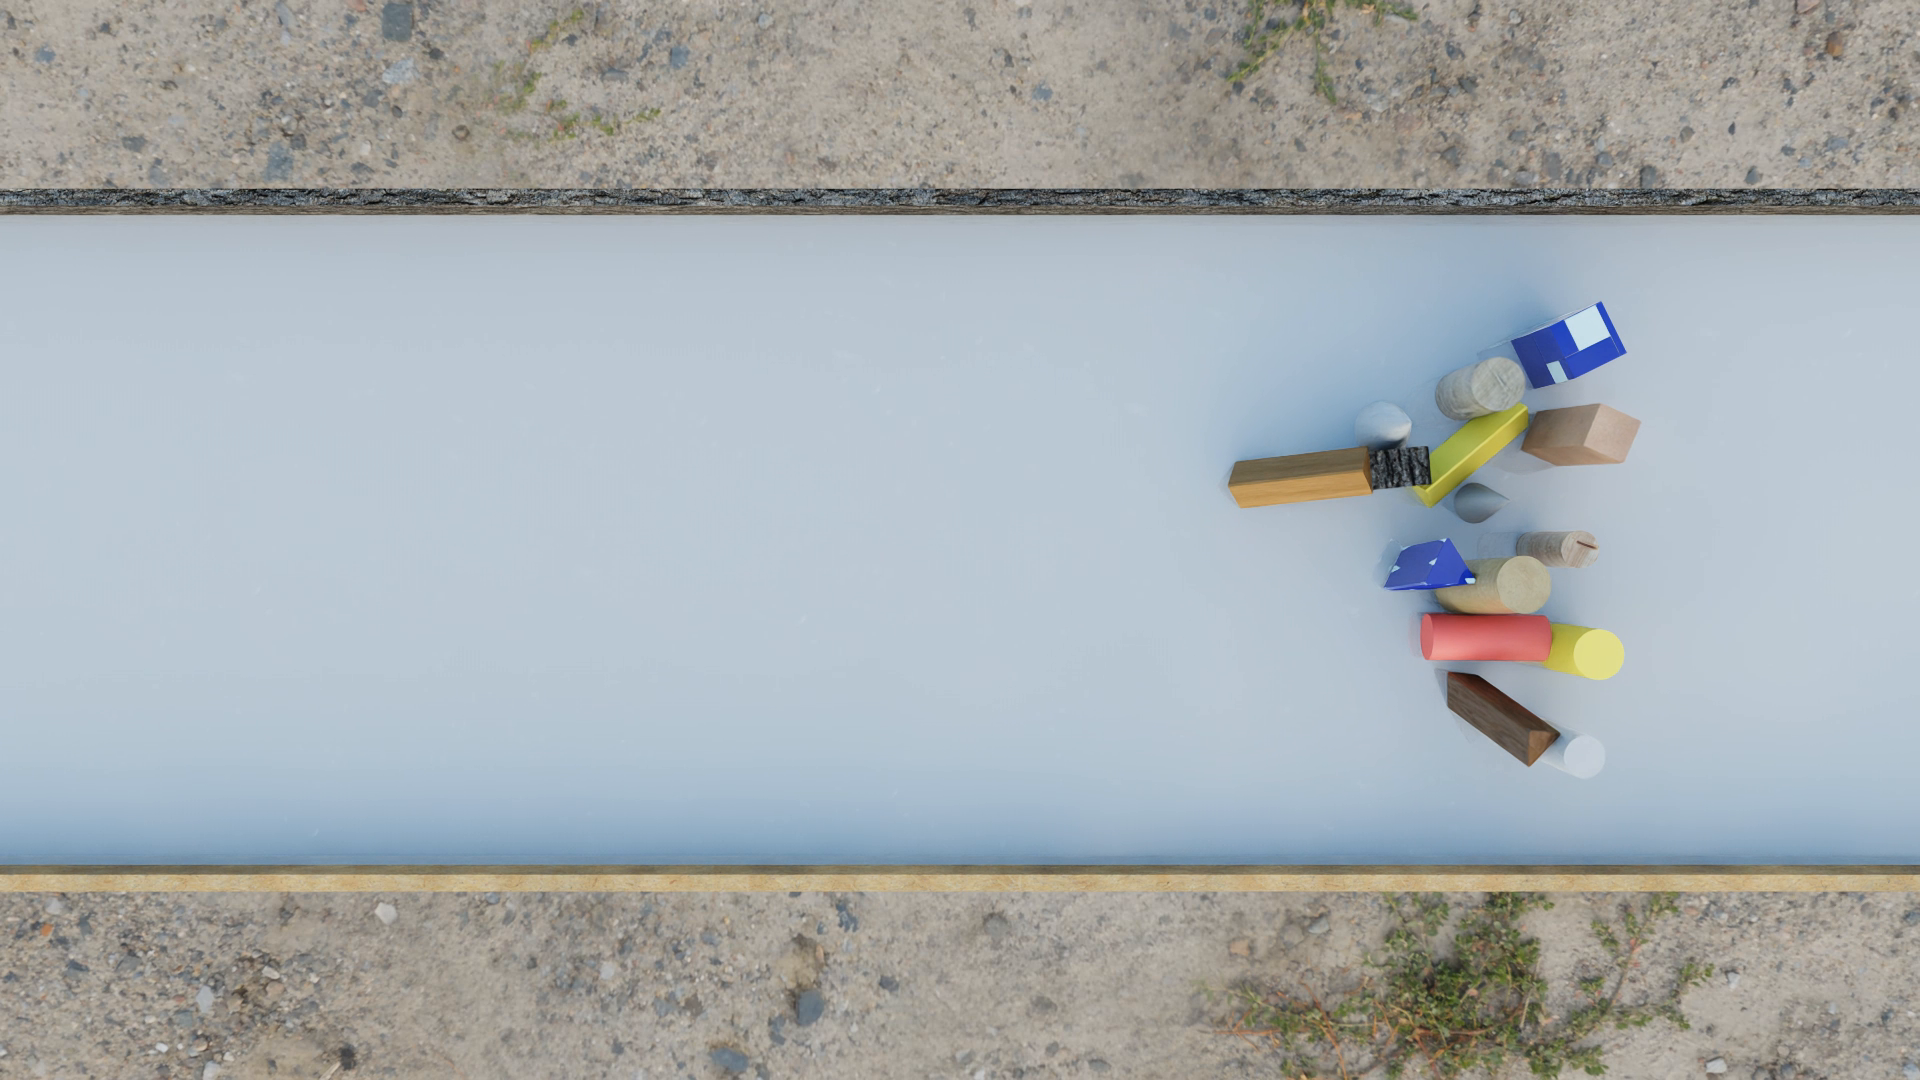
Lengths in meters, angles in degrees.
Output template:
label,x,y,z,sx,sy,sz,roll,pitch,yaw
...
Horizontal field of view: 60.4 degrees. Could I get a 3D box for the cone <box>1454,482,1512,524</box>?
label,x,y,z,sx,sy,sz,roll,pitch,yaw
cone,1.583,-0.113,4.904,0.126,0.345,0.126,0,90,0

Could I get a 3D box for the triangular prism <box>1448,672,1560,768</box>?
label,x,y,z,sx,sy,sz,roll,pitch,yaw
triangular prism,1.620,0.511,4.919,0.116,0.348,0.134,-22,124,-18

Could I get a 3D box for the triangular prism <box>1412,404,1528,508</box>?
label,x,y,z,sx,sy,sz,roll,pitch,yaw
triangular prism,1.556,-0.273,5.019,0.396,0.109,0.125,-40,90,0

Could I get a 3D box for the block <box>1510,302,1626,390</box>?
label,x,y,z,sx,sy,sz,roll,pitch,yaw
block,1.806,-0.576,4.909,0.166,0.335,0.166,-26,90,0

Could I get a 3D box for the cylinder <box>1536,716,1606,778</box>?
label,x,y,z,sx,sy,sz,roll,pitch,yaw
cylinder,1.778,0.612,4.901,0.125,0.340,0.125,0,94,-5

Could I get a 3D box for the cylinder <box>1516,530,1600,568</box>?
label,x,y,z,sx,sy,sz,roll,pitch,yaw
cylinder,1.764,0.027,4.884,0.109,0.385,0.109,0,90,0

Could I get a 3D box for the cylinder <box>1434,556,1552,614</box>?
label,x,y,z,sx,sy,sz,roll,pitch,yaw
cylinder,1.563,0.136,4.860,0.165,0.413,0.165,0,87,-8

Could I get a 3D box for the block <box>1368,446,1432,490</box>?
label,x,y,z,sx,sy,sz,roll,pitch,yaw
block,1.253,-0.209,4.969,0.308,0.114,0.114,-5,90,20

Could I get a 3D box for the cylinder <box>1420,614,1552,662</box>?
label,x,y,z,sx,sy,sz,roll,pitch,yaw
cylinder,1.594,0.296,5.006,0.354,0.141,0.141,1,90,0

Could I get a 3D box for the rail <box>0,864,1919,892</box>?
label,x,y,z,sx,sy,sz,roll,pitch,yaw
rail,-2.247,1.025,5.001,12.000,0.150,0.050,0,90,0

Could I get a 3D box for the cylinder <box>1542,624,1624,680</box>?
label,x,y,z,sx,sy,sz,roll,pitch,yaw
cylinder,1.844,0.330,4.916,0.147,0.319,0.147,0,90,0

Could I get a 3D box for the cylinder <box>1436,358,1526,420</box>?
label,x,y,z,sx,sy,sz,roll,pitch,yaw
cylinder,1.539,-0.445,4.895,0.155,0.363,0.155,0,90,0

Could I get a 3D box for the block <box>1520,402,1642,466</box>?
label,x,y,z,sx,sy,sz,roll,pitch,yaw
block,1.820,-0.306,4.852,0.129,0.442,0.129,23,90,-4

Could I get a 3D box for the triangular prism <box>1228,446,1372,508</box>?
label,x,y,z,sx,sy,sz,roll,pitch,yaw
triangular prism,1.014,-0.185,4.934,0.403,0.123,0.142,-6,90,24

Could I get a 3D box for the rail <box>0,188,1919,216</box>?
label,x,y,z,sx,sy,sz,roll,pitch,yaw
rail,-2.247,-1.025,5.002,12.000,0.150,0.050,0,90,0

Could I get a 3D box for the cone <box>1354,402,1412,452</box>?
label,x,y,z,sx,sy,sz,roll,pitch,yaw
cone,1.300,-0.340,4.910,0.173,0.332,0.173,0,90,0

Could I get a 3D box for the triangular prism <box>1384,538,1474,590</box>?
label,x,y,z,sx,sy,sz,roll,pitch,yaw
triangular prism,1.392,0.072,4.918,0.149,0.310,0.129,-1,85,-8
